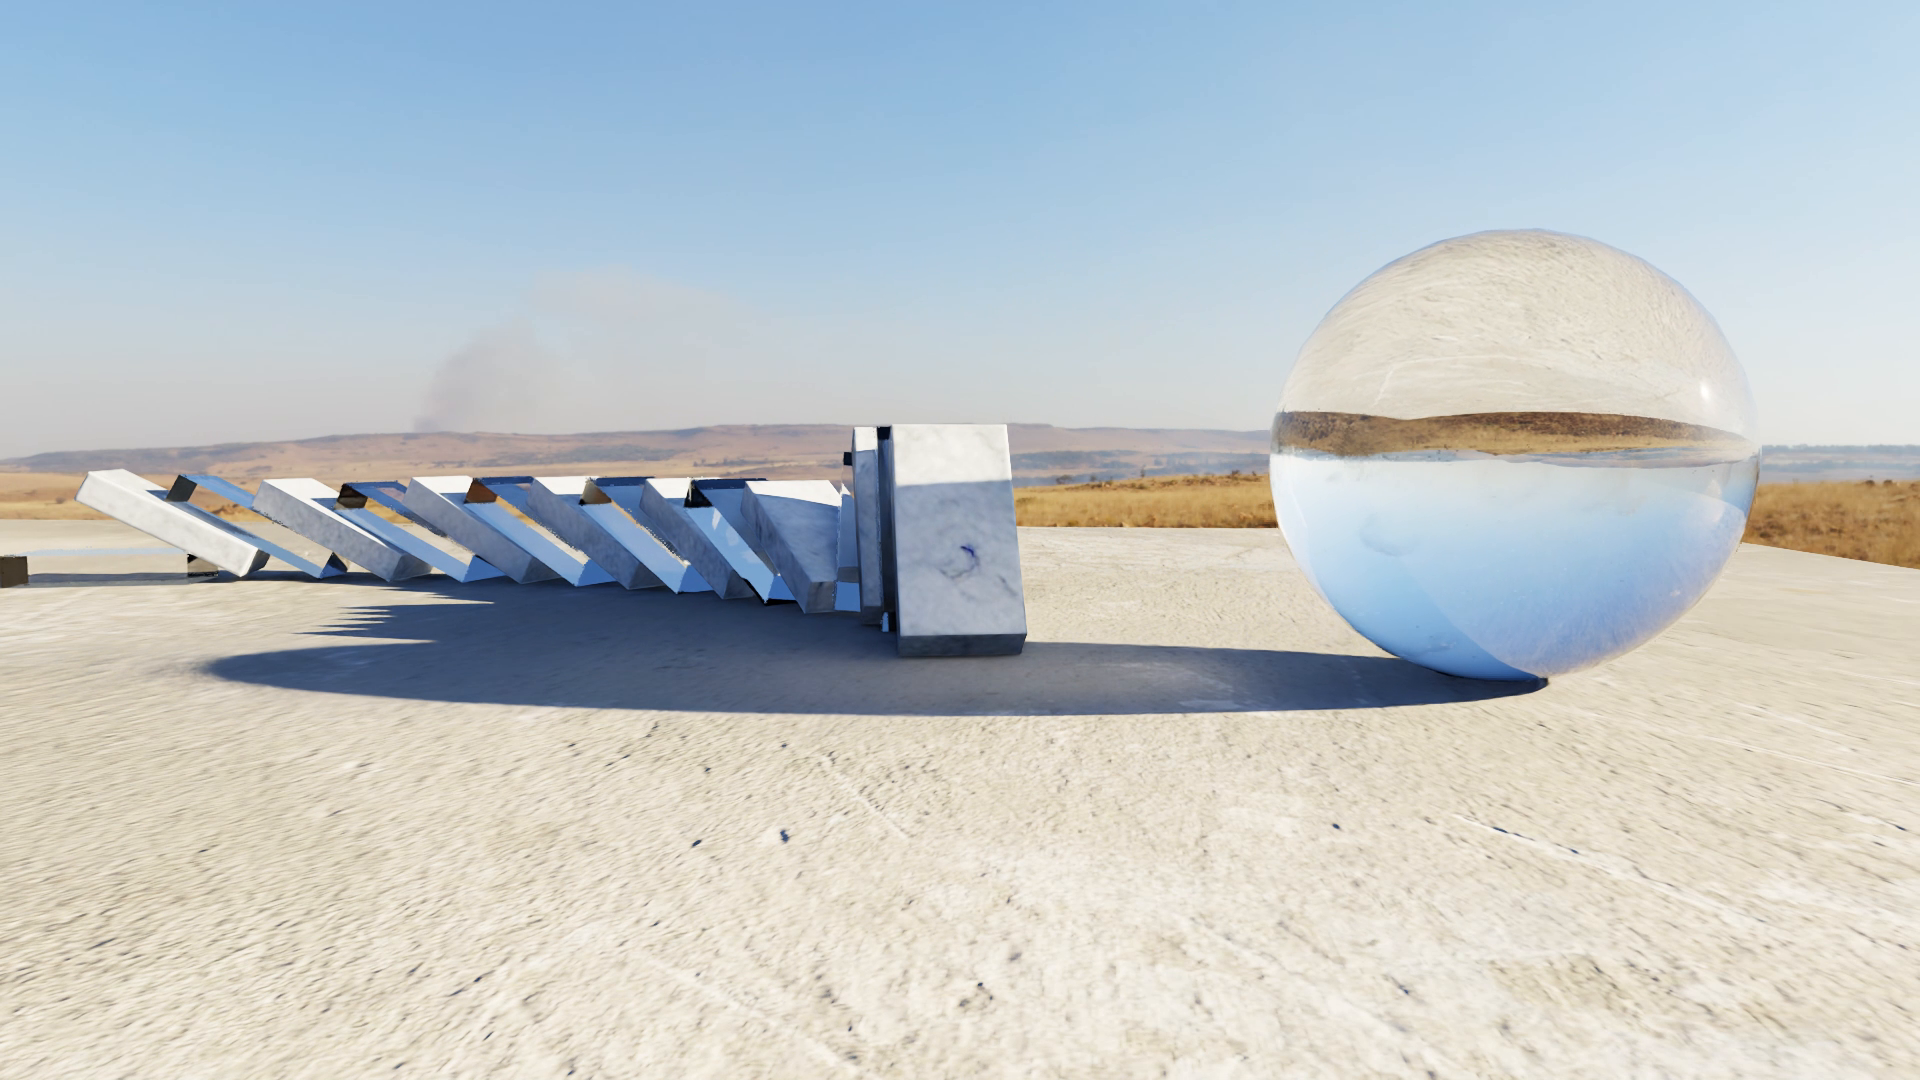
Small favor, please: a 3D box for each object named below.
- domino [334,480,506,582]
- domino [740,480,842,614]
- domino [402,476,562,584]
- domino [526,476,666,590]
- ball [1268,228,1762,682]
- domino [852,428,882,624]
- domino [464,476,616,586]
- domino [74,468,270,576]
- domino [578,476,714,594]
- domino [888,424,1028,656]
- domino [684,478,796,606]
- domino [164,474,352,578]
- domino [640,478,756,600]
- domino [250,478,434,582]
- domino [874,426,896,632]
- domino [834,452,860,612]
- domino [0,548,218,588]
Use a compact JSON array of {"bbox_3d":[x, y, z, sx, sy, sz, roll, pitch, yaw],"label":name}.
[{"bbox_3d":[-0.170,-0.003,0.409,0.050,0.010,0.025,27,10,10],"label":"domino"},{"bbox_3d":[-0.038,0.001,0.344,0.025,0.010,0.050,-3,33,-31],"label":"domino"},{"bbox_3d":[-0.148,-0.004,0.406,0.050,0.010,0.025,31,13,14],"label":"domino"},{"bbox_3d":[-0.107,-0.003,0.394,0.050,0.009,0.025,34,21,25],"label":"domino"},{"bbox_3d":[0.096,-0.015,0.230,0.080,0.080,0.080,0,4,0],"label":"ball"},{"bbox_3d":[-0.013,-0.004,0.312,0.025,0.050,0.010,-1,-30,-9],"label":"domino"},{"bbox_3d":[-0.127,-0.004,0.401,0.050,0.010,0.025,32,16,19],"label":"domino"},{"bbox_3d":[-0.242,-0.006,0.398,0.050,0.010,0.025,29,-2,-14],"label":"domino"},{"bbox_3d":[-0.088,-0.002,0.384,0.050,0.009,0.025,36,24,29],"label":"domino"},{"bbox_3d":[-0.001,-0.001,0.267,0.025,0.050,0.010,-1,-30,-7],"label":"domino"},{"bbox_3d":[-0.054,-0.001,0.359,0.025,0.010,0.050,-4,34,-40],"label":"domino"},{"bbox_3d":[-0.220,-0.005,0.407,0.050,0.009,0.025,28,-2,-8],"label":"domino"},{"bbox_3d":[-0.070,-0.002,0.373,0.025,0.009,0.050,-4,34,-44],"label":"domino"},{"bbox_3d":[-0.195,-0.004,0.409,0.050,0.010,0.025,28,6,3],"label":"domino"},{"bbox_3d":[-0.006,-0.003,0.301,0.025,0.050,0.010,0,-30,-7],"label":"domino"},{"bbox_3d":[-0.019,-0.002,0.330,0.025,0.010,0.050,4,42,-7],"label":"domino"},{"bbox_3d":[-0.260,0.008,0.394,0.050,0.009,0.025,-1,4,-12],"label":"domino"}]
